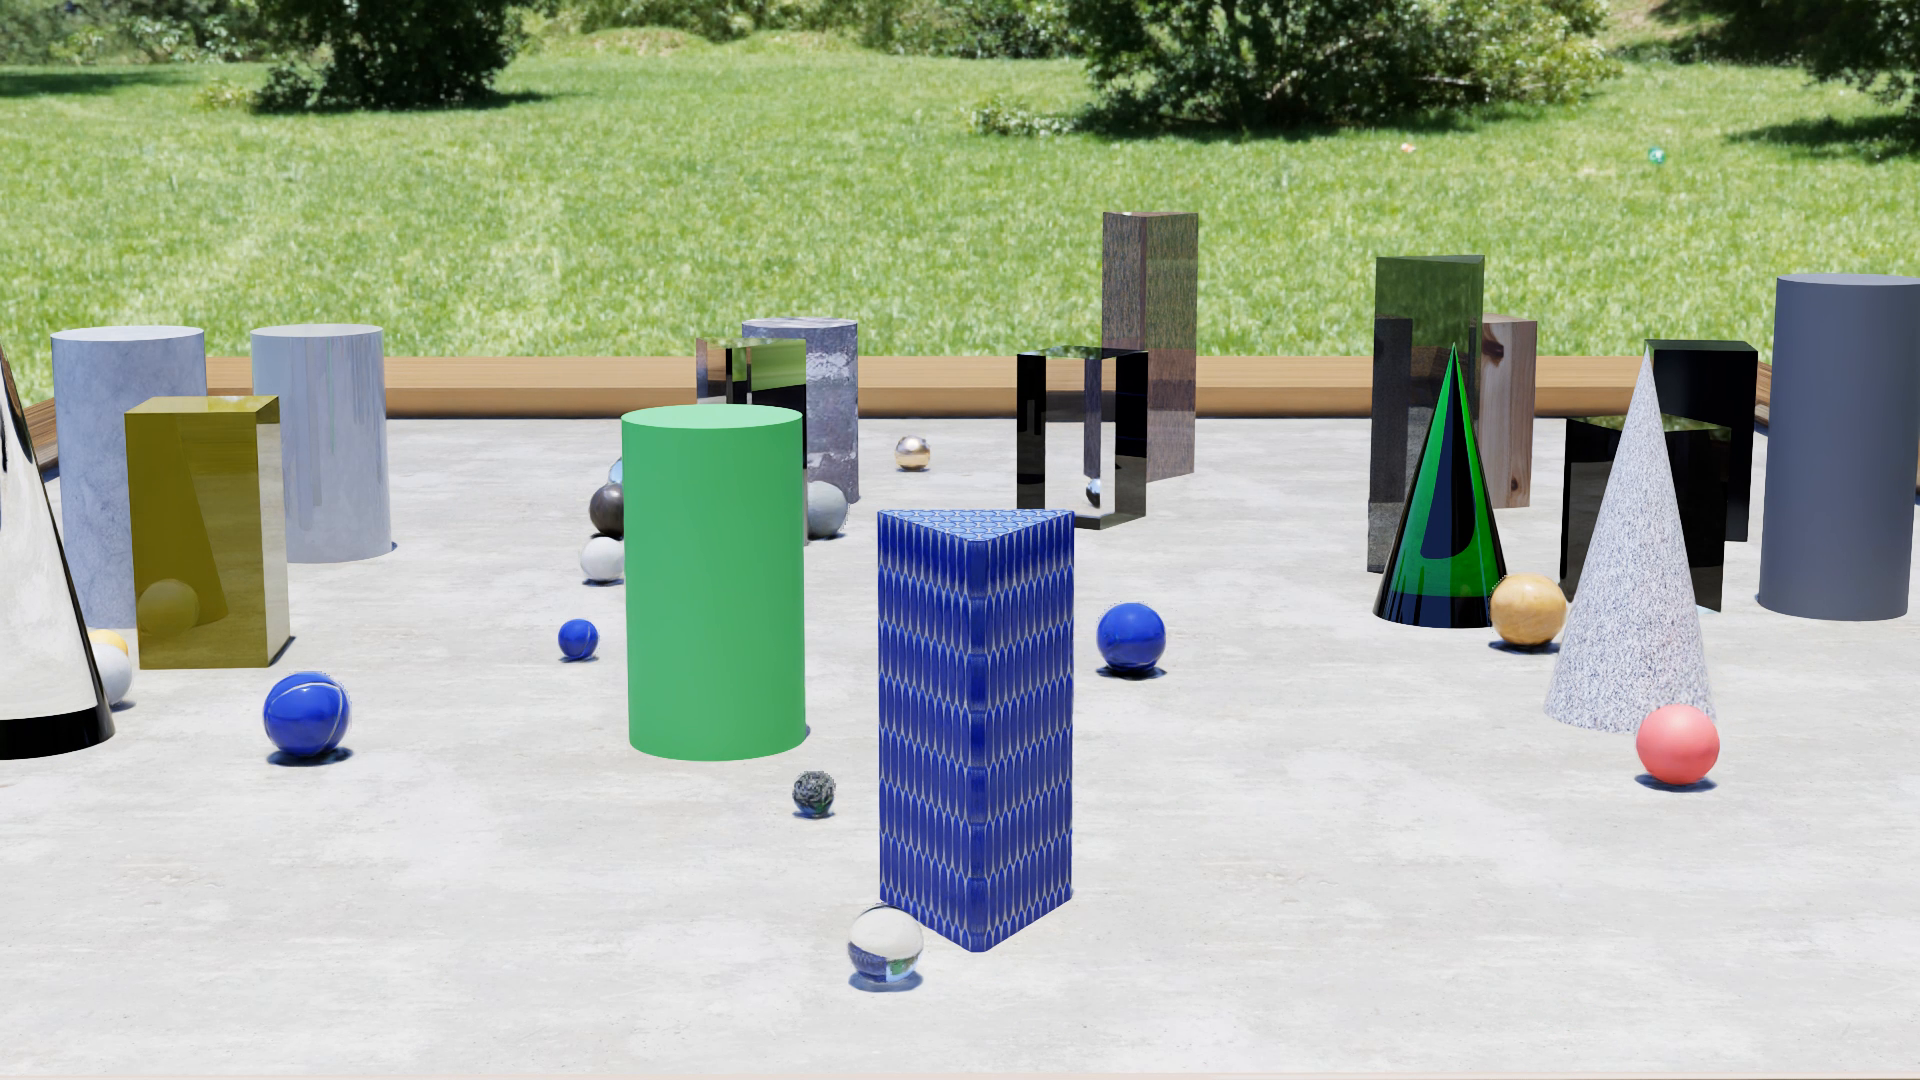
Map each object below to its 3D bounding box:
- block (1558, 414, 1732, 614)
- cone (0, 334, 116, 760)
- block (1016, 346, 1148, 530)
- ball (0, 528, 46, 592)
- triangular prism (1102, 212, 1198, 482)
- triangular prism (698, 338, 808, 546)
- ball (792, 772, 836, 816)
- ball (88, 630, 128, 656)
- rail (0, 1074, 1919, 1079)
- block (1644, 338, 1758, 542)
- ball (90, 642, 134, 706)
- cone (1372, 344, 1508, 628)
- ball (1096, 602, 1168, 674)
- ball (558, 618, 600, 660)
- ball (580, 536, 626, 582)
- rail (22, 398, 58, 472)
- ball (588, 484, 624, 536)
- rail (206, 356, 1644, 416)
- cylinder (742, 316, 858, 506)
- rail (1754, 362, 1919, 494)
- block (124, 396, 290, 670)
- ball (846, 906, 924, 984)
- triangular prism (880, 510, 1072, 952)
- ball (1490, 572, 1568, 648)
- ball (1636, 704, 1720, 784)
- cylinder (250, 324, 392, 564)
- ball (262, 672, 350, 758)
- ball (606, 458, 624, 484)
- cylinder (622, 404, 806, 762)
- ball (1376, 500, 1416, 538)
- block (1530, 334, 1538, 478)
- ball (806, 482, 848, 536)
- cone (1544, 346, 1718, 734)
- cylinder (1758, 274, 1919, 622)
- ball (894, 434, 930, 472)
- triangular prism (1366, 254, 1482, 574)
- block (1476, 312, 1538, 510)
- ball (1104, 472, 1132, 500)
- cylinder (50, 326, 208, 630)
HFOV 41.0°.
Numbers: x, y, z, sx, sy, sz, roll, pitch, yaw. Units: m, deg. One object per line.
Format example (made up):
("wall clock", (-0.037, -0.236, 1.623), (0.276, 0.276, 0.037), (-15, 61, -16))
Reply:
("block", (0.923, -0.034, 3.466), (0.154, 0.251, 0.154), (-4, 11, -19))
("cone", (-1.025, -0.013, 2.766), (0.193, 0.465, 0.193), (0, 11, 0))
("block", (0.197, -0.167, 4.129), (0.154, 0.271, 0.154), (7, 12, 31))
("ball", (-1.322, 0.028, 3.577), (0.089, 0.089, 0.089), (0, 11, 0))
("triangular prism", (0.312, -0.347, 4.564), (0.144, 0.466, 0.167), (8, 13, 38))
("triangular prism", (-0.342, -0.144, 3.877), (0.144, 0.317, 0.167), (8, 13, 38))
("ball", (-0.144, 0.249, 2.516), (0.042, 0.042, 0.042), (0, 11, 0))
("ball", (-1.027, 0.136, 3.075), (0.059, 0.059, 0.059), (0, 11, 0))
("rail", (0.011, 0.380, 1.578), (3.294, 0.125, 0.045), (0, 11, 0))
("block", (1.150, -0.158, 4.013), (0.154, 0.295, 0.154), (2, 11, 9))
("ball", (-0.985, 0.154, 2.932), (0.076, 0.076, 0.076), (0, 11, 0))
("cone", (0.650, -0.082, 3.408), (0.193, 0.366, 0.193), (0, 11, 0))
("ball", (0.207, 0.118, 3.099), (0.086, 0.086, 0.086), (0, 11, 0))
("ball", (-0.472, 0.122, 3.171), (0.051, 0.051, 0.051), (0, 11, 0))
("ball", (-0.506, 0.028, 3.640), (0.065, 0.065, 0.065), (0, 11, 0))
("rail", (-1.623, 0.034, 3.440), (0.045, 0.125, 3.853), (0, 11, 0))
("ball", (-0.536, -0.046, 3.992), (0.083, 0.083, 0.083), (0, 11, 0))
("rail", (-0.011, -0.316, 5.320), (3.294, 0.125, 0.045), (0, 11, 0))
("cylinder", (-0.267, -0.215, 4.305), (0.193, 0.301, 0.193), (0, 11, 0))
("rail", (1.623, 0.030, 3.458), (0.045, 0.125, 3.853), (0, 11, 0))
("block", (-0.927, -0.012, 3.171), (0.154, 0.315, 0.154), (-1, 11, -5))
("ball", (-0.060, 0.324, 2.057), (0.062, 0.062, 0.062), (0, 11, 0))
("triangular prism", (0.035, 0.152, 2.202), (0.144, 0.348, 0.167), (-6, 12, -30))
("ball", (0.716, 0.088, 3.232), (0.096, 0.096, 0.096), (0, 11, 0))
("ball", (0.734, 0.209, 2.622), (0.082, 0.082, 0.082), (0, 11, 0))
("cylinder", (-0.956, -0.147, 3.846), (0.193, 0.335, 0.193), (0, 11, 0))
("ball", (-0.693, 0.186, 2.721), (0.091, 0.091, 0.091), (0, 11, 0))
("ball", (-0.537, -0.096, 4.235), (0.092, 0.092, 0.092), (0, 11, 0))
("cylinder", (-0.265, 0.042, 2.773), (0.193, 0.355, 0.193), (0, 11, 0))
("ball", (0.676, -0.032, 3.982), (0.059, 0.059, 0.059), (0, 11, 0))
("block", (0.913, -0.231, 4.514), (0.154, 0.255, 0.154), (6, 12, 27))
("ball", (-0.218, -0.048, 3.995), (0.086, 0.086, 0.086), (0, 11, 0))
("cone", (0.760, -0.010, 2.875), (0.193, 0.420, 0.193), (0, 11, 0))
("cylinder", (1.184, -0.128, 3.444), (0.193, 0.444, 0.193), (0, 11, 0))
("ball", (-0.085, -0.157, 4.635), (0.066, 0.066, 0.066), (0, 11, 0))
("triangular prism", (0.701, -0.177, 3.679), (0.167, 0.455, 0.144), (10, 15, 44))
("block", (0.850, -0.216, 4.285), (0.154, 0.310, 0.154), (-3, 11, -18))
("ball", (0.266, -0.090, 4.322), (0.048, 0.048, 0.048), (0, 11, 0))
("cylinder", (-1.093, -0.087, 3.403), (0.193, 0.377, 0.193), (0, 11, 0))
